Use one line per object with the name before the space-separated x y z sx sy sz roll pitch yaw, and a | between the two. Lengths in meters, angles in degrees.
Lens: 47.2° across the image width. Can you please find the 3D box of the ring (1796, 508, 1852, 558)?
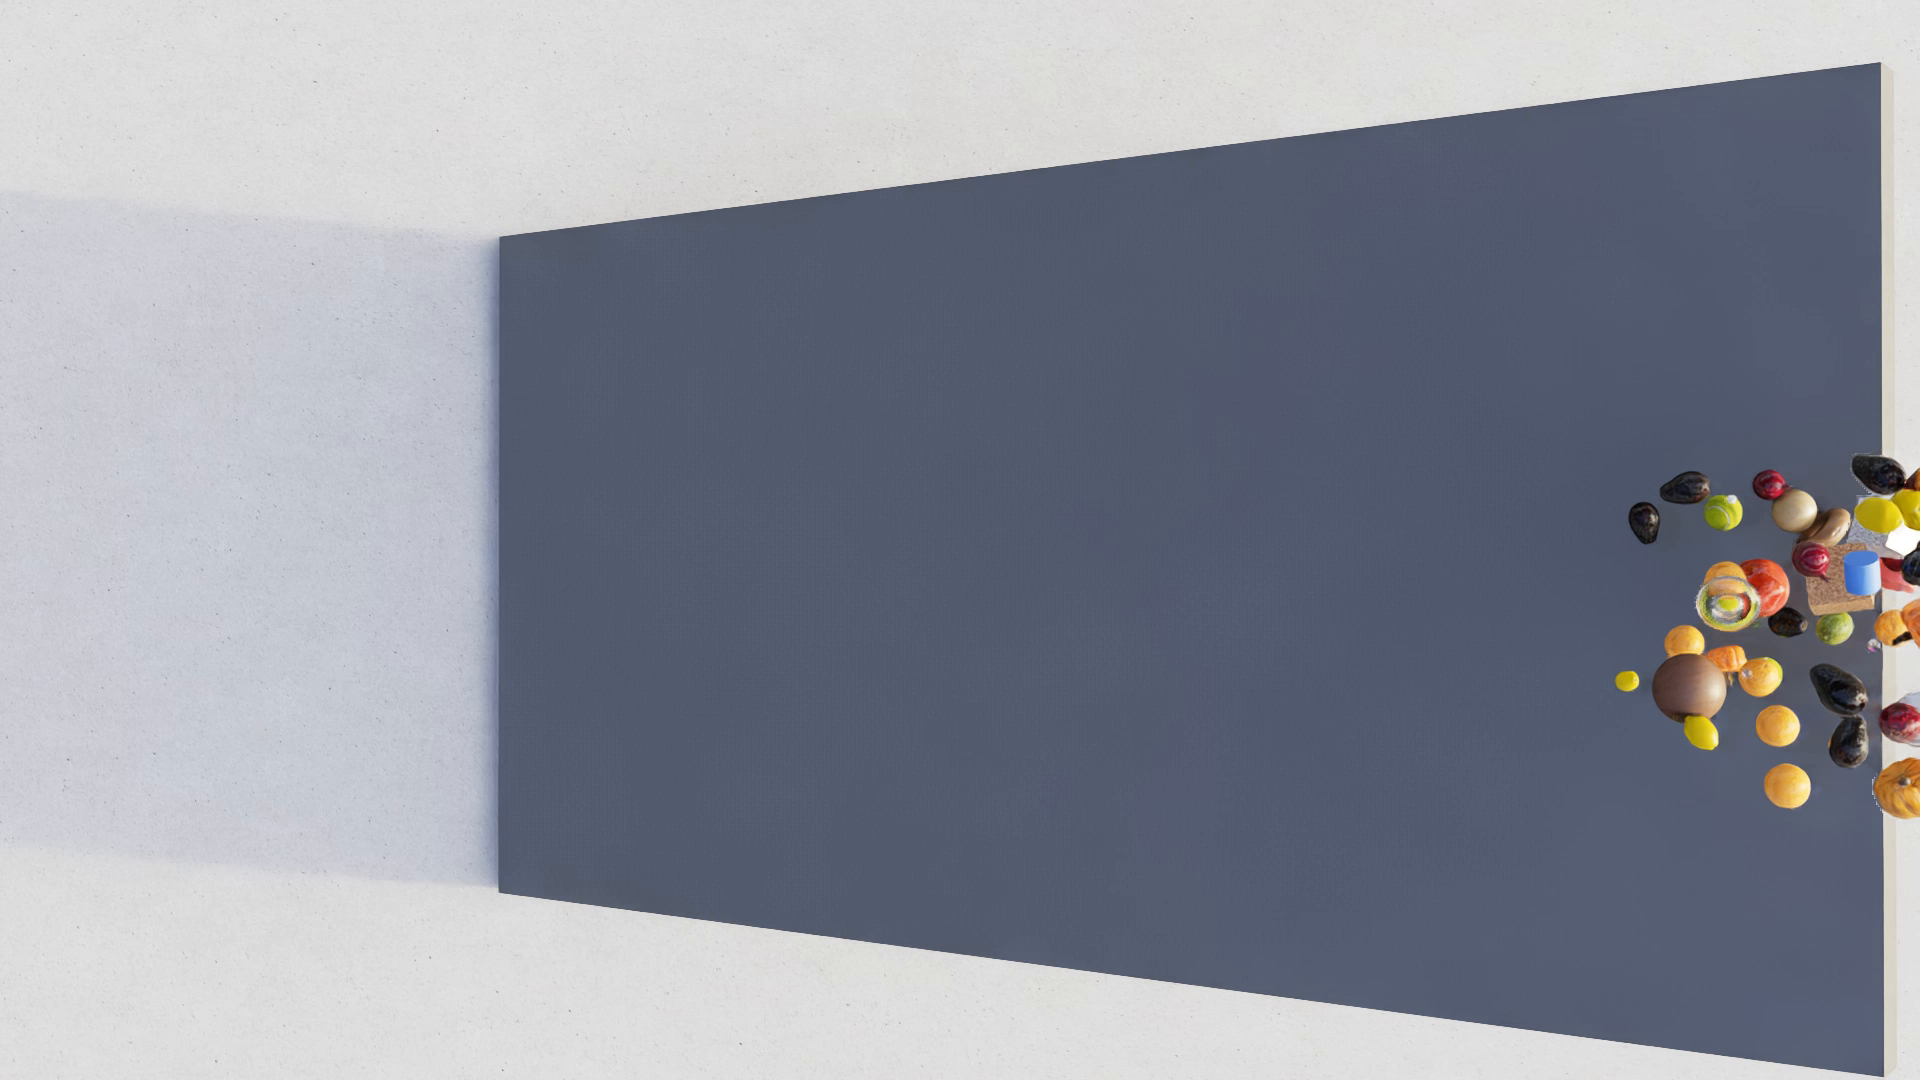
ring | 1.681 -0.012 4.282 0.042 0.125 0.125 43 90 1

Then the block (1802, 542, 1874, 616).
block | 1.508 0.067 3.774 0.099 0.099 0.099 -8 75 24

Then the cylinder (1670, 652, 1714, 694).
cylinder | 1.455 0.264 4.369 0.064 0.064 0.064 -25 90 0

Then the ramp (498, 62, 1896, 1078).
ramp | 0.236 0.066 5.556 4.000 0.100 2.000 0 89 36

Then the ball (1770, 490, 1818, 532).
ball | 1.626 -0.056 4.287 0.085 0.085 0.085 0 90 0

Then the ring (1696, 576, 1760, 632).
ring | 1.411 0.116 4.037 0.113 0.038 0.113 10 119 18

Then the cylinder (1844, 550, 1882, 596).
cylinder | 1.409 0.051 3.434 0.052 0.052 0.052 -15 114 0

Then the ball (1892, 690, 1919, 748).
ball | 1.446 0.269 3.303 0.087 0.087 0.087 0 90 0

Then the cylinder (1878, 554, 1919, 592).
cylinder | 1.713 0.038 4.027 0.092 0.092 0.092 18 85 0

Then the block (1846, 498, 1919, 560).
block | 1.588 -0.019 3.762 0.082 0.082 0.082 19 86 -27
